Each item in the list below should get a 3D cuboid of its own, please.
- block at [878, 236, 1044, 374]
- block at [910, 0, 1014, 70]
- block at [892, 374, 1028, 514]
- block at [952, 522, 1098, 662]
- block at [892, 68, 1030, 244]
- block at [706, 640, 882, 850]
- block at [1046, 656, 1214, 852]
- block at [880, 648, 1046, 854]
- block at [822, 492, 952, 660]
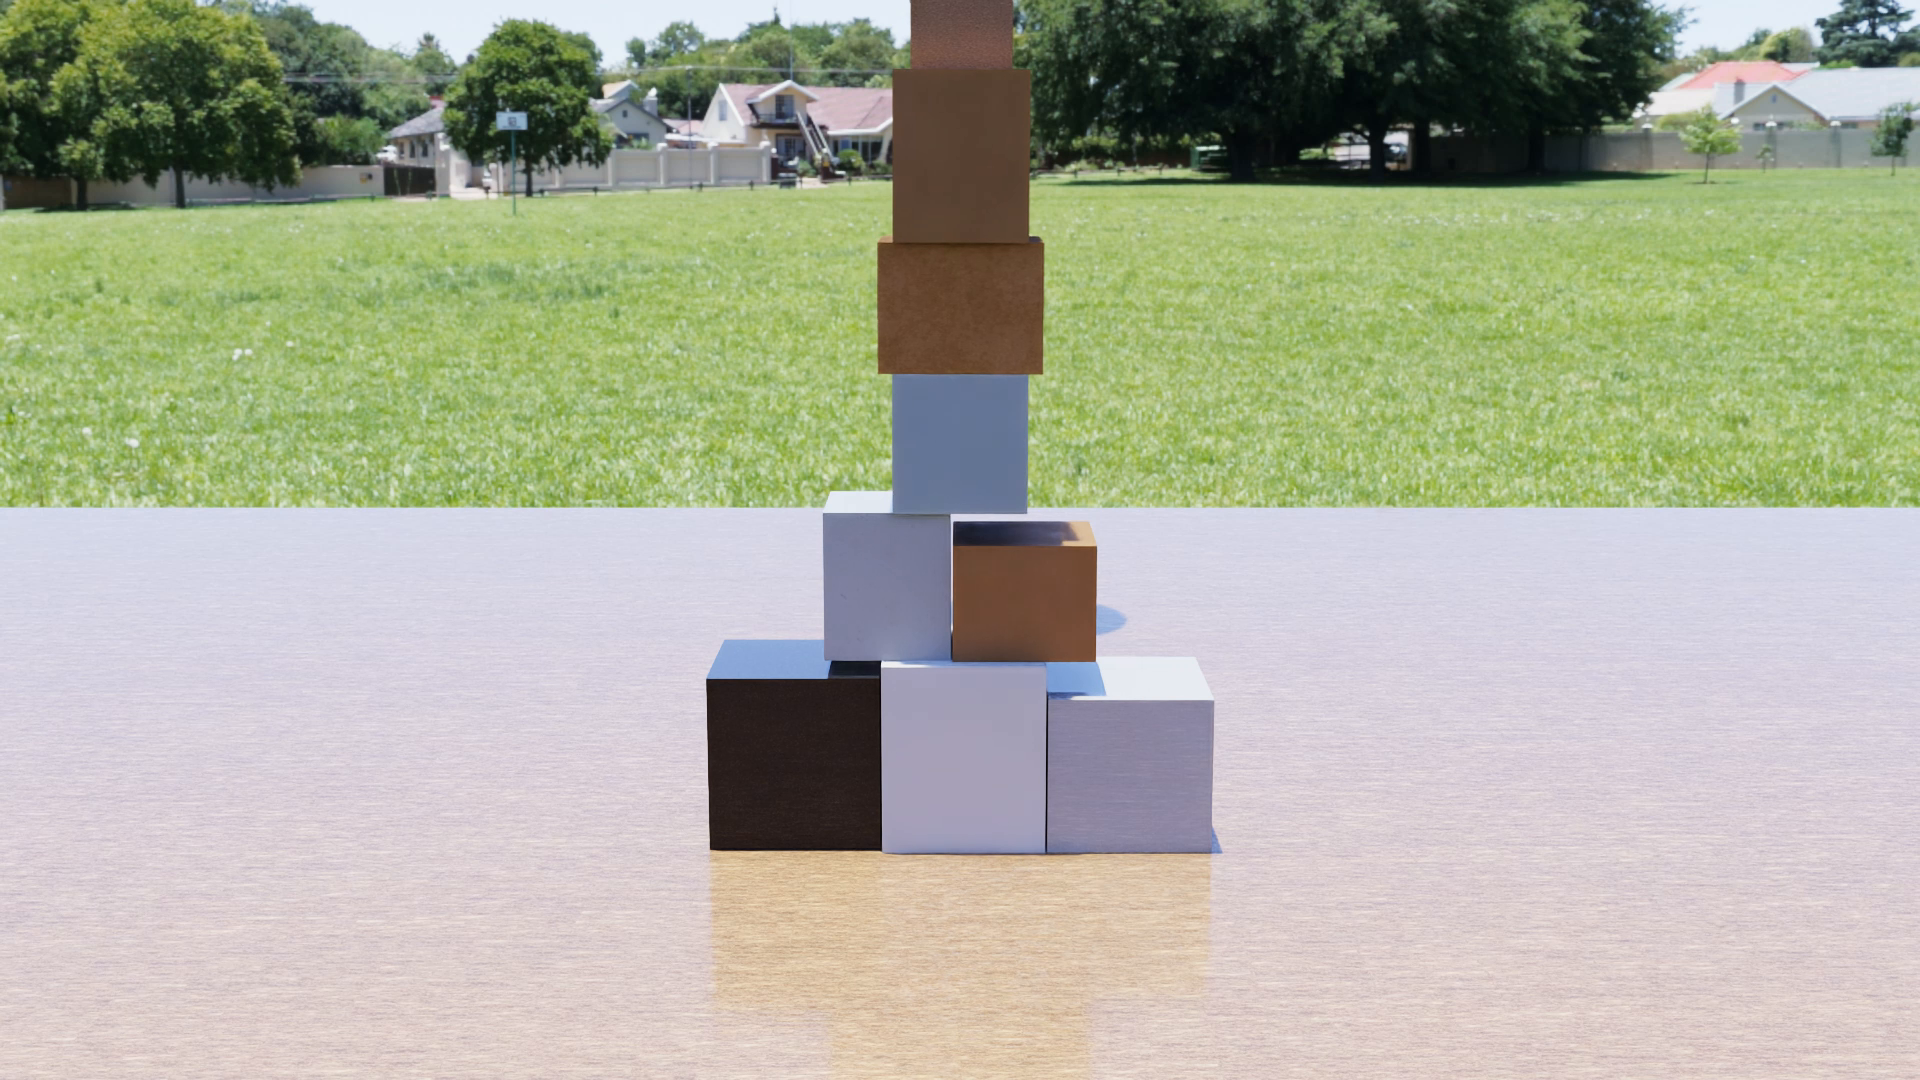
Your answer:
[{"bbox_3d":[0.004,-1.183,10.974,0.800,0.633,0.771,0,10,0],"label":"block"},{"bbox_3d":[0.008,-2.528,10.735,0.493,0.474,0.430,0,10,0],"label":"block"},{"bbox_3d":[0.001,-0.531,11.074,0.662,0.686,0.745,0,10,0],"label":"block"},{"bbox_3d":[0.319,0.253,11.209,0.711,0.585,0.722,0,10,0],"label":"block"},{"bbox_3d":[0.006,-1.890,10.819,0.652,0.812,0.775,0,10,0],"label":"block"},{"bbox_3d":[-0.827,1.041,11.371,0.857,0.883,0.865,0,10,0],"label":"block"},{"bbox_3d":[0.845,1.092,11.366,0.820,0.785,0.919,0,10,0],"label":"block"},{"bbox_3d":[0.019,1.009,11.353,0.814,0.953,0.947,0,10,0],"label":"block"},{"bbox_3d":[-0.360,0.173,11.202,0.629,0.746,0.674,0,10,0],"label":"block"}]
